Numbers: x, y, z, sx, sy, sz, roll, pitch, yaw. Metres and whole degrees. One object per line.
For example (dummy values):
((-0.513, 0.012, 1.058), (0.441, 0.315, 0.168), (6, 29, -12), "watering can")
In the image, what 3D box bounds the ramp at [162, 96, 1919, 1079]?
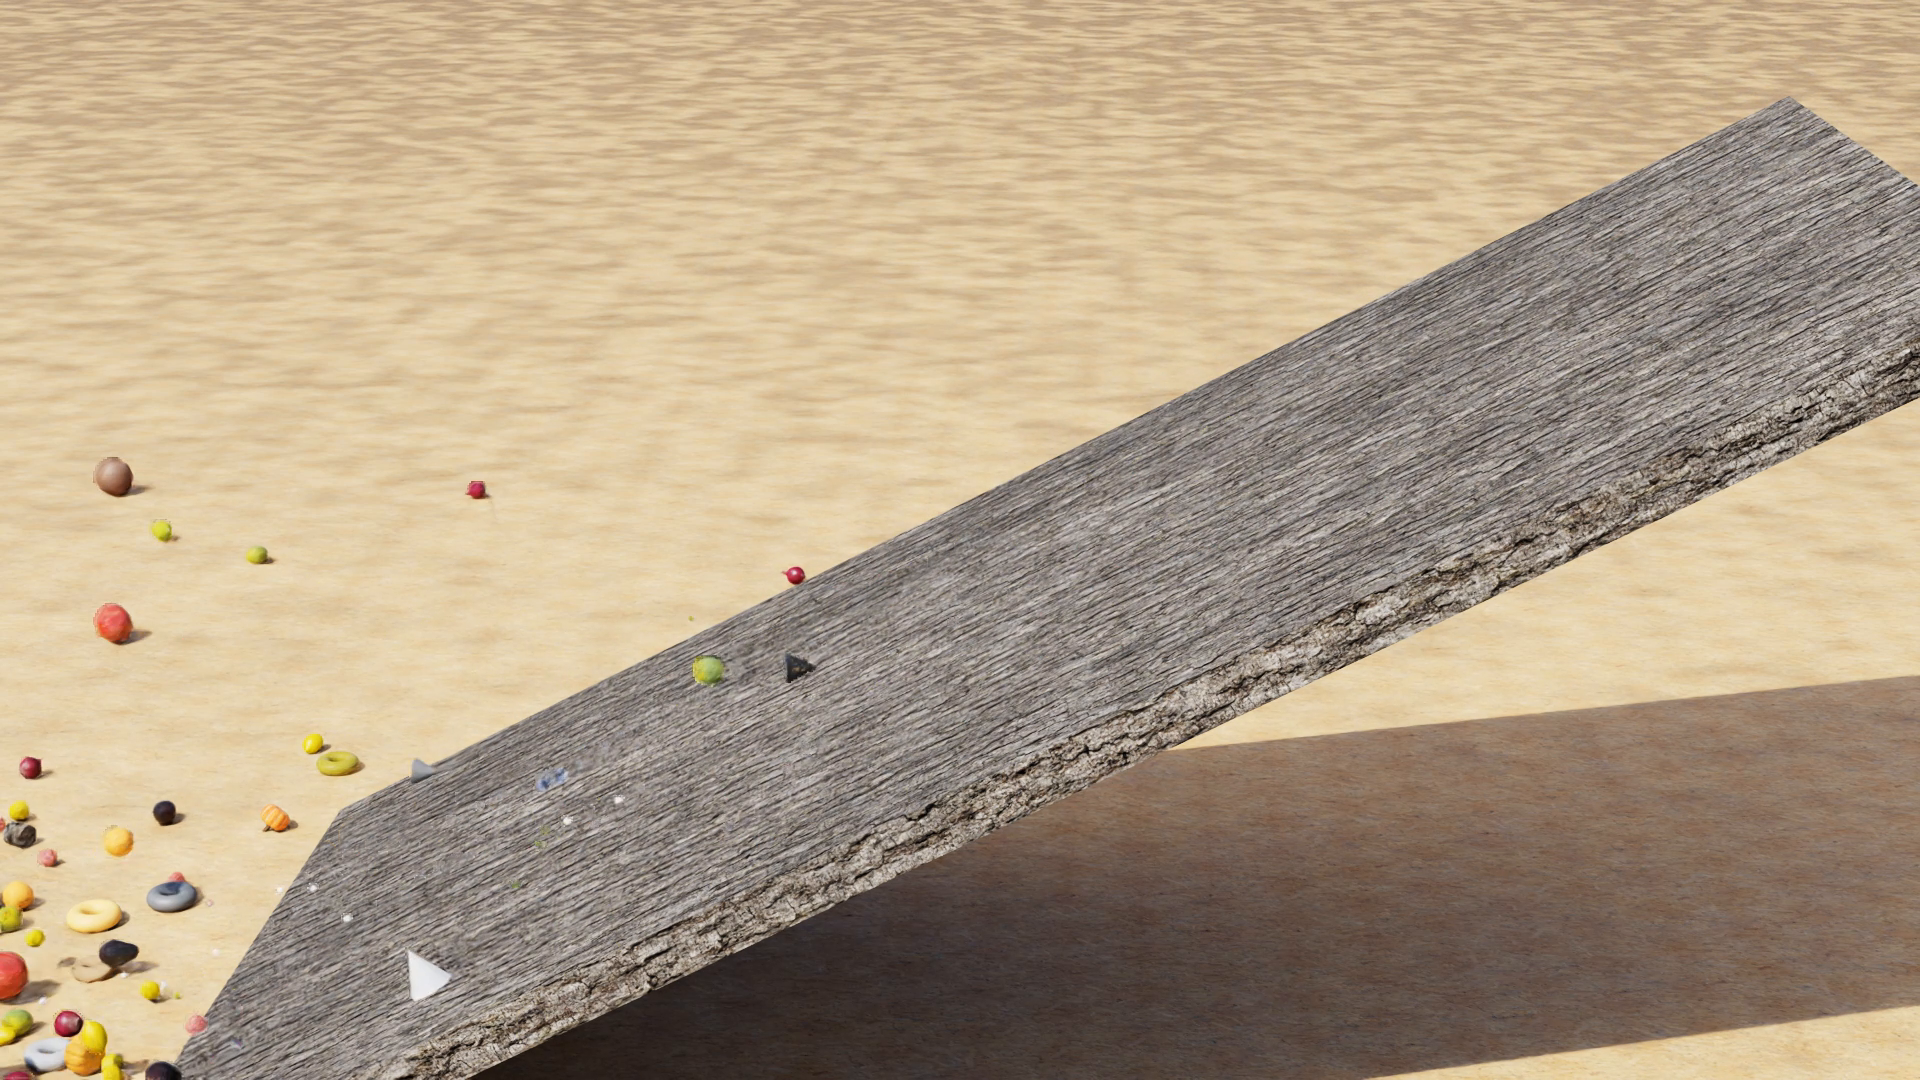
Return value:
((0.140, 0.167, 6.281), (4.000, 0.100, 2.000), (-26, 14, 10), "ramp")

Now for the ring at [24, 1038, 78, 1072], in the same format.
((-1.988, 1.125, 6.432), (0.115, 0.038, 0.115), (1, 18, 0), "ring")

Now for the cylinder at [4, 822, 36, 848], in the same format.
((-2.423, 0.760, 7.579), (0.057, 0.057, 0.057), (8, 19, 25), "cylinder")

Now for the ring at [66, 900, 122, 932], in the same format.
((-2.096, 0.910, 7.119), (0.130, 0.043, 0.130), (0, 18, 0), "ring")

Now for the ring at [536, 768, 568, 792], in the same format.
((-0.938, 0.551, 6.757), (0.078, 0.026, 0.078), (-26, 15, 7), "ring")

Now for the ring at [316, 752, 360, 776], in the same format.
((-1.710, 0.614, 8.083), (0.117, 0.039, 0.117), (0, 18, 0), "ring")

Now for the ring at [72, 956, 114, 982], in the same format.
((-2.020, 0.998, 6.853), (0.098, 0.033, 0.098), (0, 18, 0), "ring")

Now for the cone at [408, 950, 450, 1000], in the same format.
((-1.069, 0.848, 5.818), (0.090, 0.090, 0.090), (-27, 14, 7), "cone")

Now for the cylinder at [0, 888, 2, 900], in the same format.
((-2.408, 0.864, 7.179), (0.094, 0.094, 0.094), (7, -8, 22), "cylinder")

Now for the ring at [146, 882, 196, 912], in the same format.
((-1.938, 0.877, 7.229), (0.122, 0.041, 0.122), (-1, 18, 0), "ring")
